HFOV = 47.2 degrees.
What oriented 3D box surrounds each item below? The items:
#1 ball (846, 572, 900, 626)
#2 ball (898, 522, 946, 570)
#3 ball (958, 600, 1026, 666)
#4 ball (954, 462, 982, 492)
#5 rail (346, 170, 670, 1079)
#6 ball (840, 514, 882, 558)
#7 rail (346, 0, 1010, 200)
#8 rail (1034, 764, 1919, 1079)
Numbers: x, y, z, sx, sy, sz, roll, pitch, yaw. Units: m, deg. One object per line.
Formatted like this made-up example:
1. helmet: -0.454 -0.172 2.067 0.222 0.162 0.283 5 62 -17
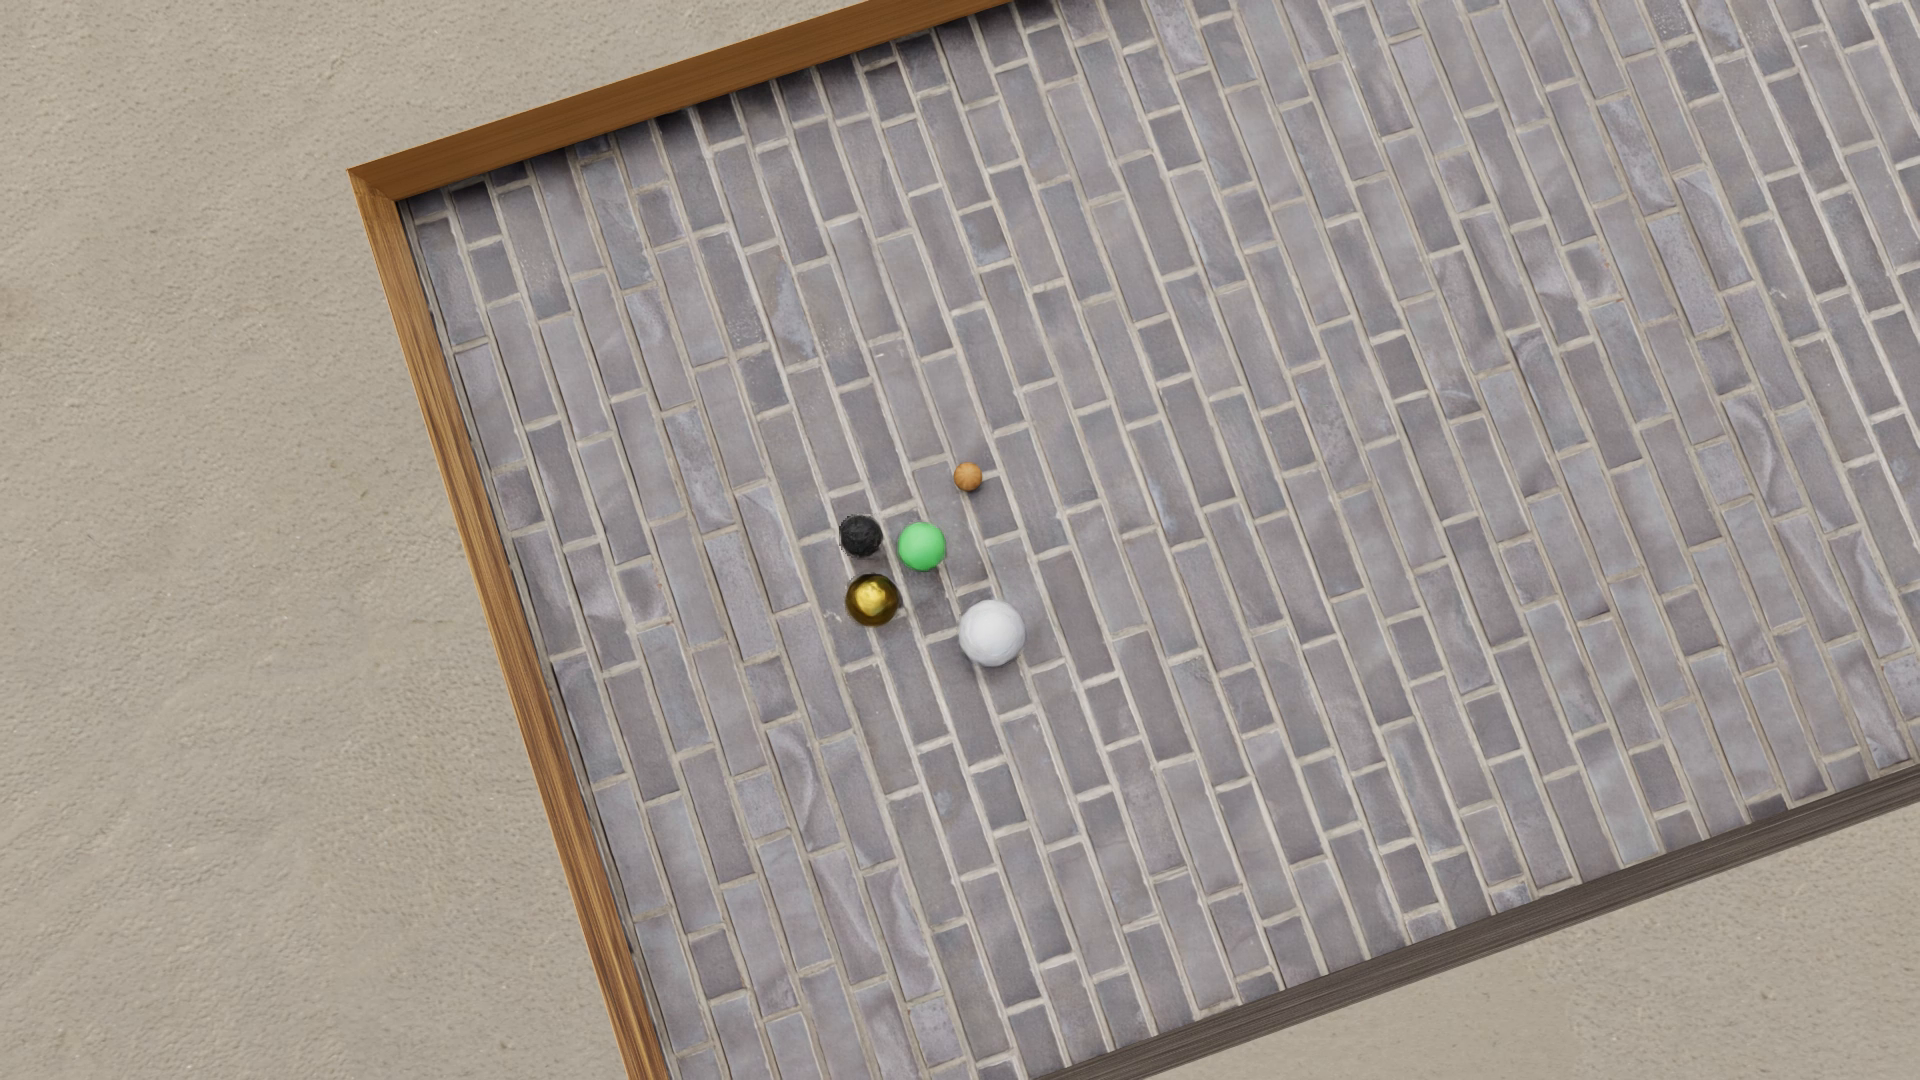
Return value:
1. ball: -0.130 0.089 3.267 0.080 0.080 0.080 0 80 0
2. ball: -0.057 0.010 3.286 0.072 0.072 0.072 0 80 0
3. ball: 0.047 0.137 3.248 0.099 0.099 0.099 0 80 0
4. ball: 0.012 -0.096 3.319 0.044 0.044 0.044 0 80 0
5. rail: -0.631 0.209 3.219 0.045 0.129 1.640 -19 80 -3
6. ball: -0.147 -0.006 3.293 0.063 0.063 0.063 0 80 0
7. rail: 0.393 -0.967 3.436 2.765 0.129 0.045 -19 80 -3
8. rail: 0.914 0.512 3.163 2.765 0.129 0.045 -19 80 -3
